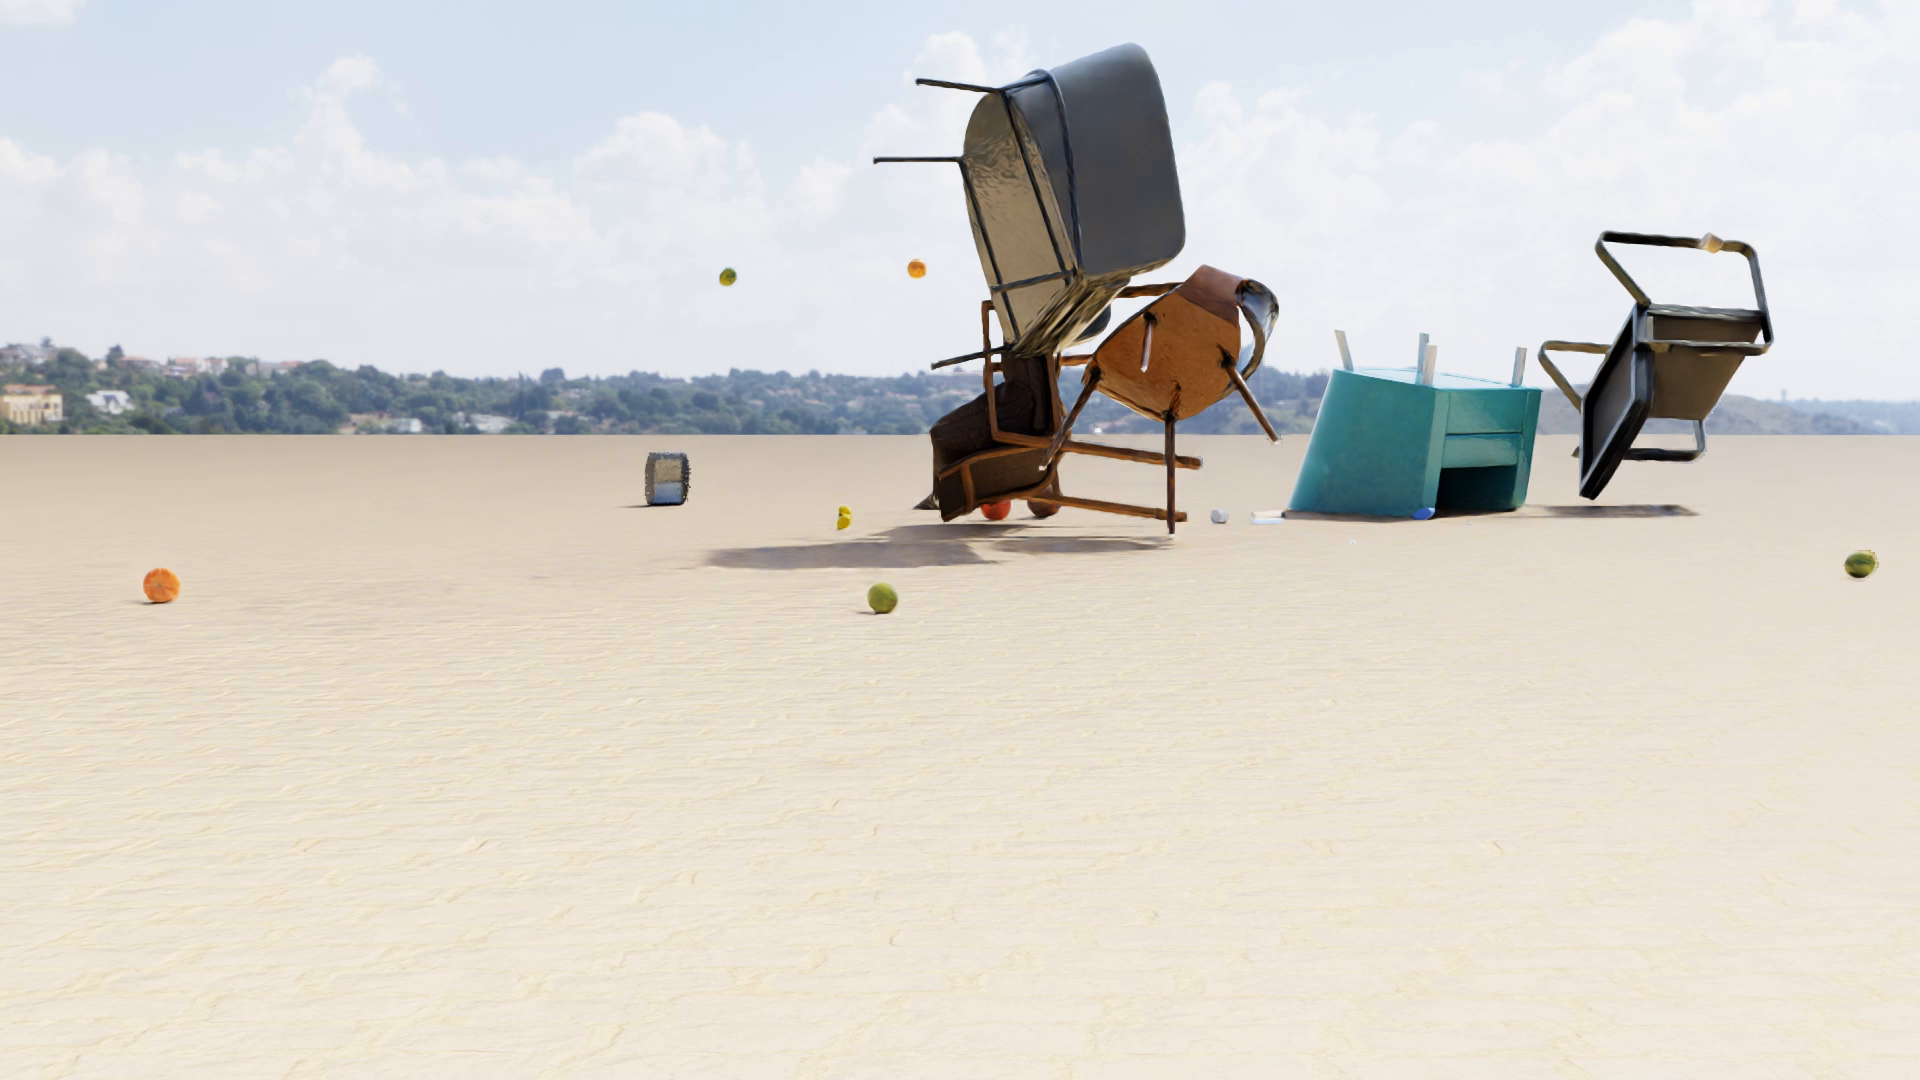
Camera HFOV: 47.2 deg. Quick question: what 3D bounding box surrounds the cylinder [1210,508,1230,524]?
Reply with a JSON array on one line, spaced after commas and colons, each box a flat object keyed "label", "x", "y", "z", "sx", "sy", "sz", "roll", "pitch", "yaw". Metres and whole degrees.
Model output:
[{"label": "cylinder", "x": 0.866, "y": -0.079, "z": 7.338, "sx": 0.046, "sy": 0.049, "sz": 0.045, "roll": -2, "pitch": 11, "yaw": -43}]

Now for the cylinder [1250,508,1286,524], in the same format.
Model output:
[{"label": "cylinder", "x": 1.025, "y": -0.074, "z": 7.318, "sx": 0.105, "sy": 0.043, "sz": 0.048, "roll": -16, "pitch": 27, "yaw": -17}]

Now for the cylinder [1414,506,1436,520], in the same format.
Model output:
[{"label": "cylinder", "x": 1.594, "y": -0.090, "z": 7.551, "sx": 0.066, "sy": 0.038, "sz": 0.061, "roll": -20, "pitch": -1, "yaw": 27}]

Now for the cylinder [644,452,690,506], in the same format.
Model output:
[{"label": "cylinder", "x": -1.132, "y": -0.237, "z": 8.488, "sx": 0.132, "sy": 0.210, "sz": 0.137, "roll": -2, "pitch": 17, "yaw": -28}]

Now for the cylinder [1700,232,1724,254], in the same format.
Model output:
[{"label": "cylinder", "x": 1.597, "y": -0.632, "z": 4.673, "sx": 0.031, "sy": 0.038, "sz": 0.039, "roll": 26, "pitch": -6, "yaw": -13}]
